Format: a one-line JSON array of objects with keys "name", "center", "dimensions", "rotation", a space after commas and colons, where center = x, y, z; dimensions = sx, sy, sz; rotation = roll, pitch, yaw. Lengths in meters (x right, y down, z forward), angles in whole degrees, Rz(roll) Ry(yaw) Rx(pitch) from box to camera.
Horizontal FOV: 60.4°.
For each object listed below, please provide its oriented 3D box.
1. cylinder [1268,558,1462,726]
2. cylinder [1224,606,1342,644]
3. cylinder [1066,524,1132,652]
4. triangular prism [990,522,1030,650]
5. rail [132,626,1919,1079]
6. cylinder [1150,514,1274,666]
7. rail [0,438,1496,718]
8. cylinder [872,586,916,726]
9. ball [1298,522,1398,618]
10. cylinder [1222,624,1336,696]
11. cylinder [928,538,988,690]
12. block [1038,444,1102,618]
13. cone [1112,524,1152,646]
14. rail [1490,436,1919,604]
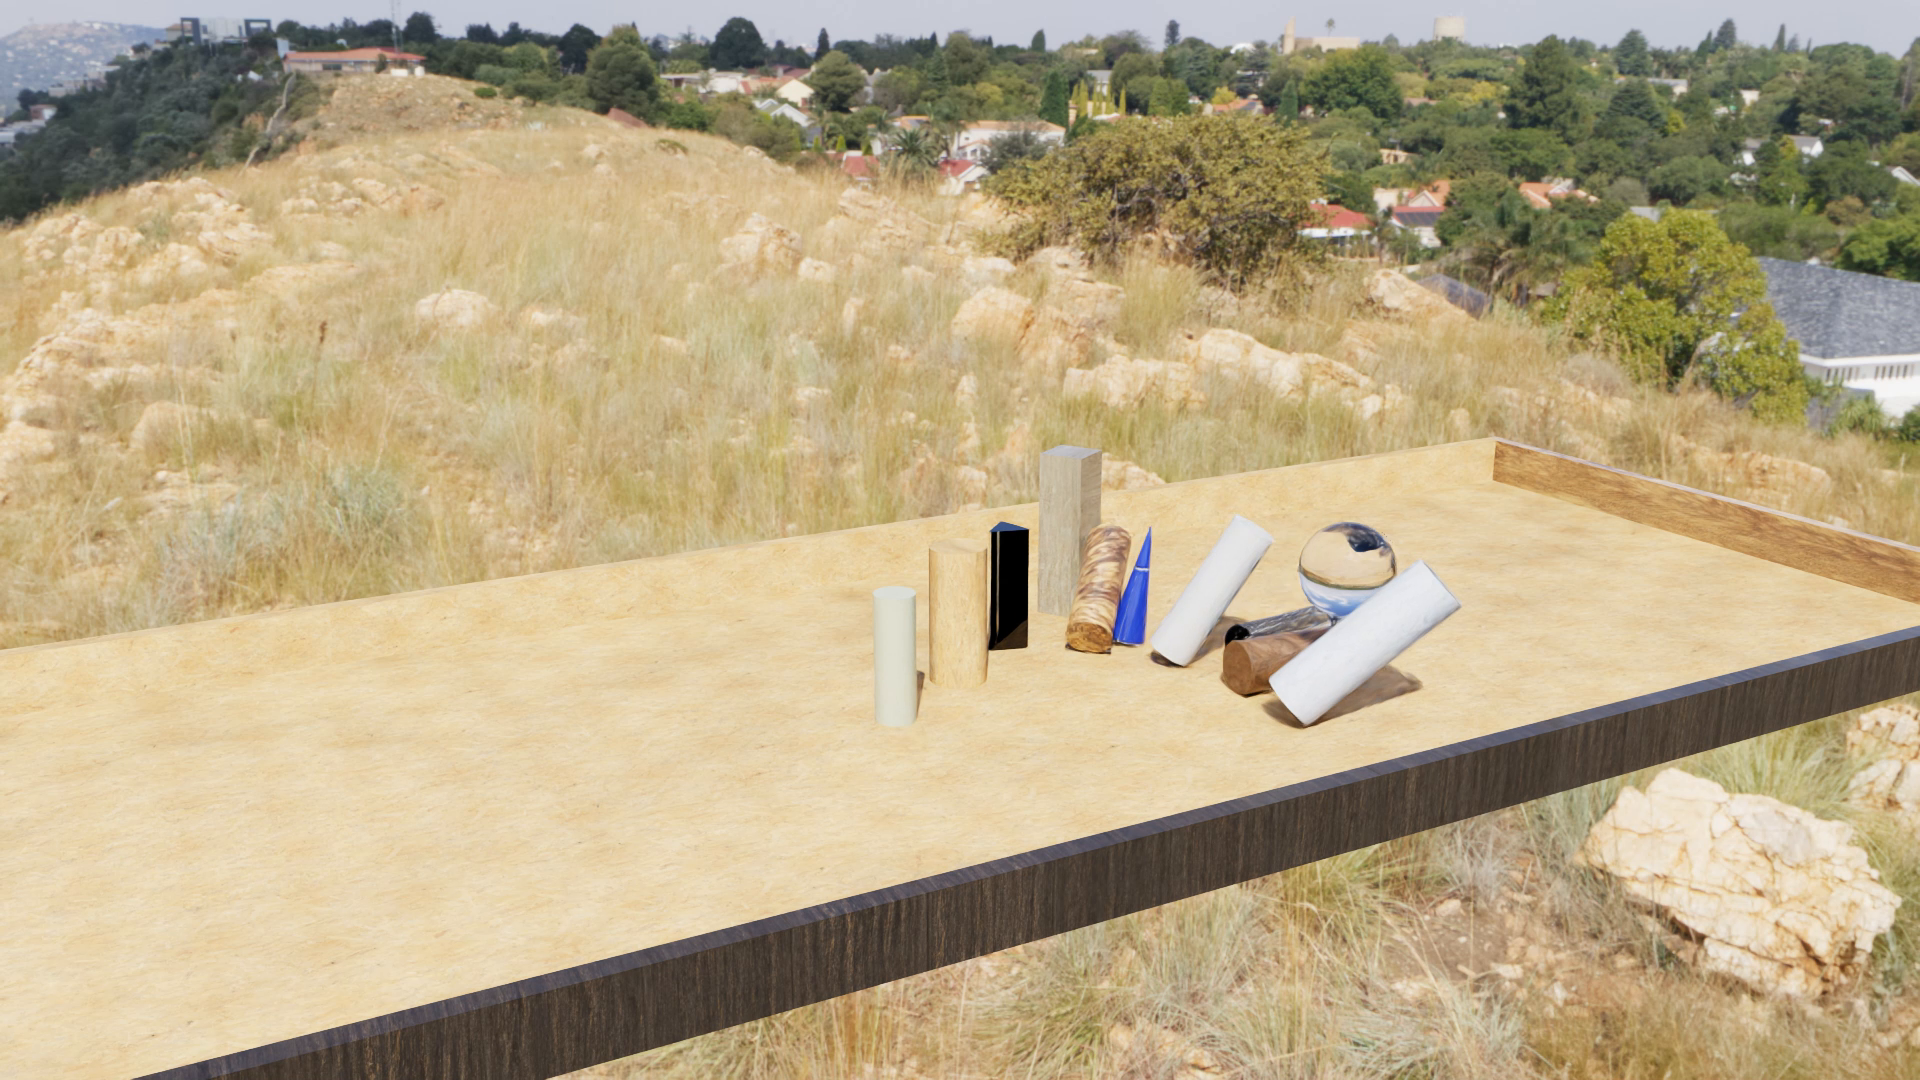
[{"name": "cylinder", "center": [0.935, 0.238, 3.823], "dimensions": [0.446, 0.144, 0.144], "rotation": [-41, 10, 13]}, {"name": "cylinder", "center": [0.854, 0.247, 4.314], "dimensions": [0.331, 0.113, 0.113], "rotation": [-11, 20, -33]}, {"name": "cylinder", "center": [0.374, 0.127, 4.421], "dimensions": [0.122, 0.122, 0.361], "rotation": [4, 46, 14]}, {"name": "triangular prism", "center": [0.119, 0.120, 4.366], "dimensions": [0.105, 0.327, 0.091], "rotation": [-3, 17, -12]}, {"name": "rail", "center": [-2.336, 1.006, 1.665], "dimensions": [12.000, 0.150, 0.050], "rotation": [-9, 18, -27]}, {"name": "cylinder", "center": [0.641, 0.130, 4.207], "dimensions": [0.117, 0.394, 0.117], "rotation": [30, 16, -9]}, {"name": "rail", "center": [-3.305, 0.497, 3.399], "dimensions": [12.000, 0.150, 0.050], "rotation": [-9, 18, -27]}, {"name": "cylinder", "center": [-0.152, 0.273, 3.869], "dimensions": [0.101, 0.314, 0.101], "rotation": [0, 16, 0]}, {"name": "ball", "center": [0.925, 0.072, 3.937], "dimensions": [0.233, 0.233, 0.233], "rotation": [0, 16, 0]}, {"name": "cylinder", "center": [0.823, 0.297, 4.107], "dimensions": [0.311, 0.134, 0.134], "rotation": [-7, 18, -22]}, {"name": "cylinder", "center": [-0.005, 0.182, 4.115], "dimensions": [0.145, 0.349, 0.145], "rotation": [0, 16, 0]}, {"name": "block", "center": [0.307, -0.023, 4.619], "dimensions": [0.128, 0.459, 0.128], "rotation": [10, 19, 30]}, {"name": "cone", "center": [0.476, 0.107, 4.382], "dimensions": [0.103, 0.329, 0.103], "rotation": [10, 13, -2]}, {"name": "rail", "center": [2.466, -0.048, 5.253], "dimensions": [0.050, 0.150, 2.100], "rotation": [-9, 18, -27]}]
